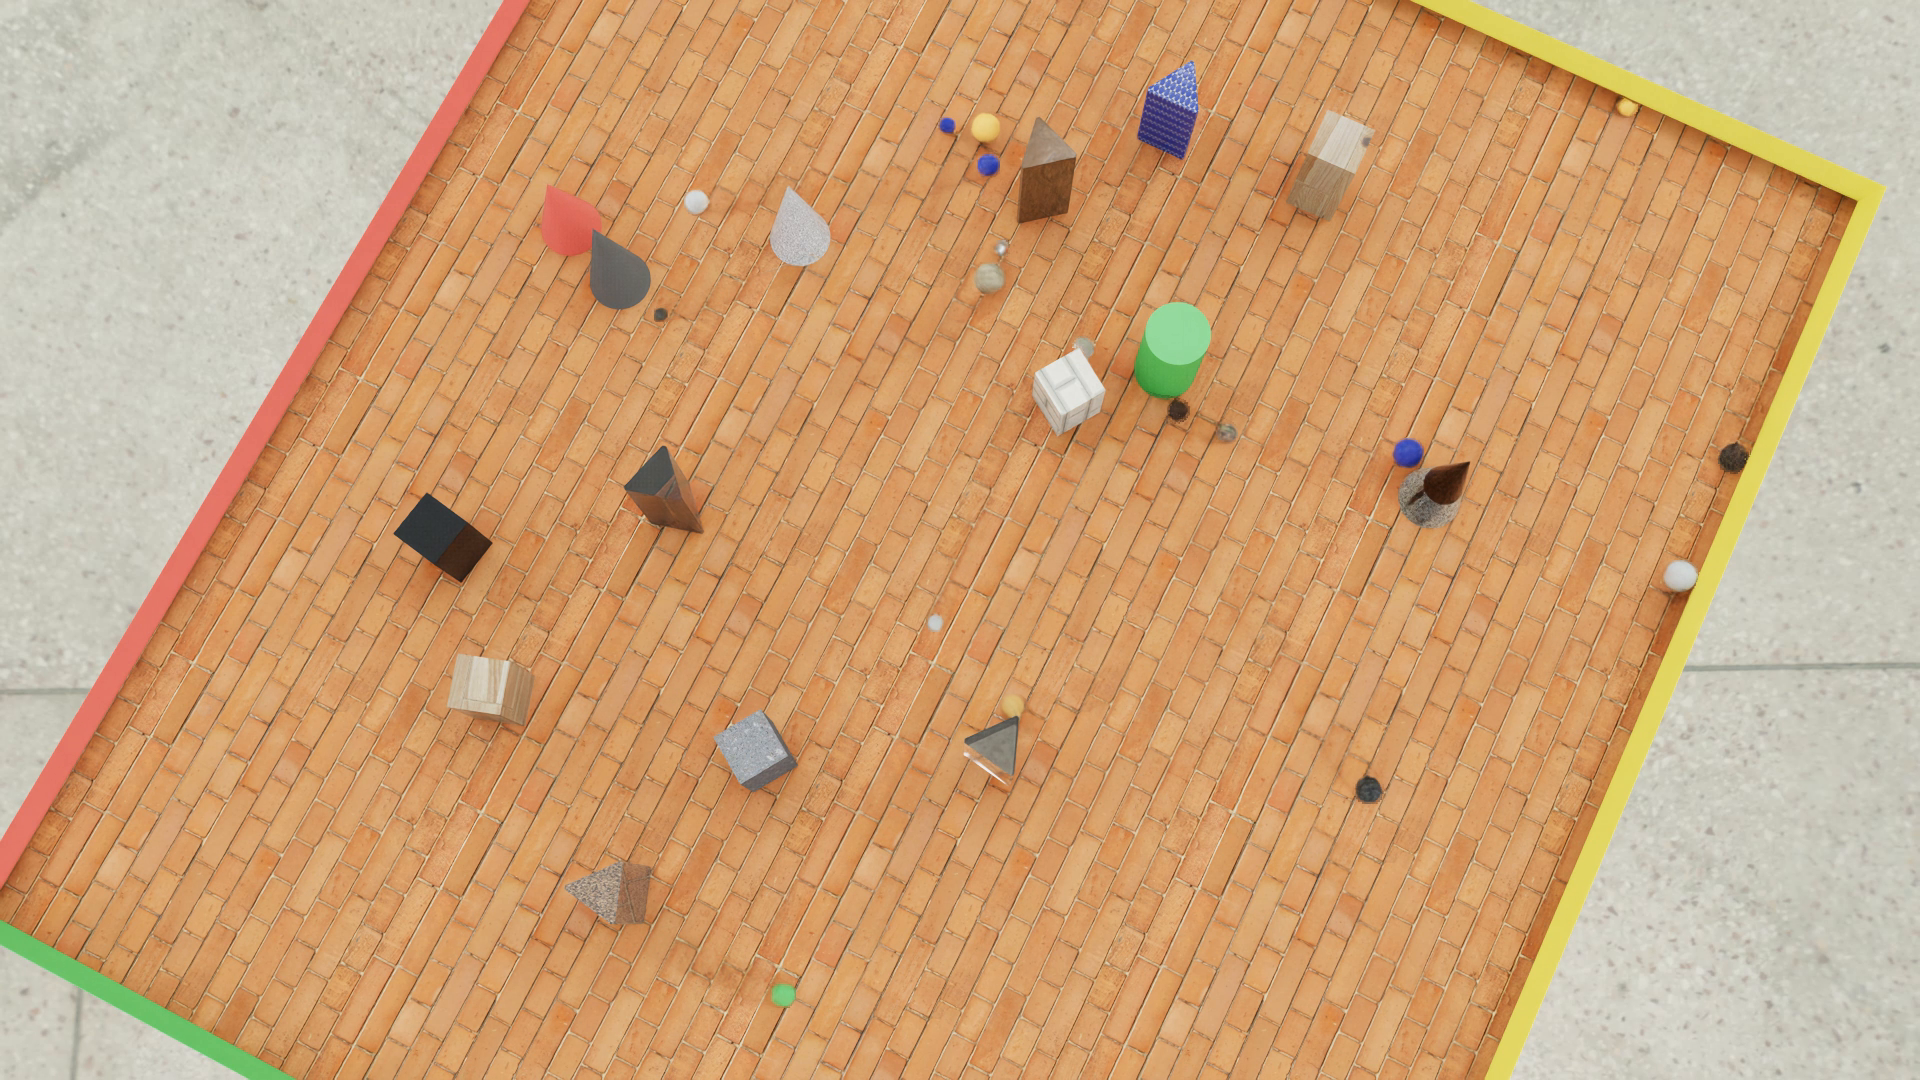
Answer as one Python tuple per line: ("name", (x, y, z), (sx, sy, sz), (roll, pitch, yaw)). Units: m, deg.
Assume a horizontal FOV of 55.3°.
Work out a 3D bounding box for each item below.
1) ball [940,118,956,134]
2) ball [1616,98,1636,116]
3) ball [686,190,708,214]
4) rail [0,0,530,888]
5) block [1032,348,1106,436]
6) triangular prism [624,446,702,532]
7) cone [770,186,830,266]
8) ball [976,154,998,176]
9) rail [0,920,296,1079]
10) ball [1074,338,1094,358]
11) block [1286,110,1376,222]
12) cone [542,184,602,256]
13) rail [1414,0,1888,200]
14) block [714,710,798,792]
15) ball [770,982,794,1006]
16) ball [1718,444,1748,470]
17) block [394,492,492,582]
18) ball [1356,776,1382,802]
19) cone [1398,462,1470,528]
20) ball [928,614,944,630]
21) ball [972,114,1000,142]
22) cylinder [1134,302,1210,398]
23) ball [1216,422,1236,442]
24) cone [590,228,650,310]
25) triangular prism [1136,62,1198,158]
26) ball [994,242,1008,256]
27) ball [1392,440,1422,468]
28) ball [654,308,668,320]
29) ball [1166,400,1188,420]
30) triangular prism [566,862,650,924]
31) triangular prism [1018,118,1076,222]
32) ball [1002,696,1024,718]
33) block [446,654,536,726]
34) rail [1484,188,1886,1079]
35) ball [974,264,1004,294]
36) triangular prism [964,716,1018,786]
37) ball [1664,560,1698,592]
("ball", (-0.037, -1.327, 5.865), (0.051, 0.051, 0.051), (0, 78, 0))
("ball", (2.136, -1.390, 5.876), (0.055, 0.055, 0.055), (0, 78, 0))
("ball", (-0.832, -1.071, 5.801), (0.074, 0.074, 0.074), (0, 78, 0))
("rail", (-1.845, -0.897, 5.737), (0.045, 0.125, 4.589), (26, 80, 5))
("block", (0.329, -0.449, 5.587), (0.154, 0.239, 0.154), (-30, 80, -6))
("triangular prism", (-0.854, -0.153, 5.416), (0.167, 0.455, 0.145), (11, 79, 2))
("cone", (-0.507, -1.004, 5.609), (0.193, 0.421, 0.193), (0, 78, 0))
("ball", (0.087, -1.192, 5.828), (0.069, 0.069, 0.069), (0, 78, 0))
("rail", (-1.016, 1.996, 5.139), (4.173, 0.125, 0.045), (26, 80, 5))
("ball", (0.386, -0.596, 5.706), (0.065, 0.065, 0.065), (0, 78, 0))
("block", (1.140, -1.151, 5.660), (0.154, 0.382, 0.154), (25, 79, 5))
("cone", (-1.235, -1.030, 5.652), (0.193, 0.348, 0.193), (0, 78, 0))
("rail", (1.016, -1.982, 5.962), (4.173, 0.125, 0.045), (26, 80, 5))
("block", (-0.589, 0.615, 5.317), (0.154, 0.338, 0.154), (-30, 80, -6))
("ball", (-0.515, 1.317, 5.310), (0.067, 0.067, 0.067), (0, 78, 0))
("ball", (2.374, -0.254, 5.626), (0.084, 0.084, 0.084), (0, 78, 0))
("block", (-1.538, -0.005, 5.467), (0.154, 0.295, 0.154), (35, 81, 7))
("ball", (1.209, 0.738, 5.425), (0.075, 0.075, 0.075), (0, 78, 0))
("cone", (1.446, -0.177, 5.415), (0.193, 0.465, 0.193), (0, 78, 0))
("ball", (-0.074, 0.248, 5.541), (0.047, 0.047, 0.047), (0, 78, 0))
("ball", (0.083, -1.313, 5.841), (0.092, 0.092, 0.092), (0, 78, 0))
("cylinder", (0.640, -0.570, 5.553), (0.193, 0.356, 0.193), (0, 78, 0))
("ball", (0.820, -0.332, 5.654), (0.061, 0.061, 0.061), (0, 78, 0))
("cone", (-1.072, -0.865, 5.568), (0.193, 0.445, 0.193), (0, 78, 0))
("triangular prism", (0.675, -1.355, 5.719), (0.167, 0.348, 0.145), (26, 80, 5))
("ball", (0.128, -0.919, 5.784), (0.044, 0.044, 0.044), (0, 78, 0))
("ball", (1.374, -0.265, 5.625), (0.090, 0.090, 0.090), (0, 78, 0))
("ball", (-0.935, -0.707, 5.742), (0.042, 0.042, 0.042), (0, 78, 0))
("ball", (0.671, -0.400, 5.667), (0.062, 0.062, 0.062), (0, 78, 0))
("triangular prism", (-0.957, 0.975, 5.177), (0.167, 0.466, 0.145), (35, 80, 7))
("triangular prism", (0.247, -1.140, 5.629), (0.167, 0.438, 0.145), (-13, 79, -3))
("ball", (0.160, 0.498, 5.479), (0.067, 0.067, 0.067), (0, 78, 0))
("block", (-1.370, 0.442, 5.367), (0.154, 0.310, 0.154), (8, 78, 2))
("rail", (1.845, 0.910, 5.363), (0.045, 0.125, 4.589), (26, 80, 5))
("ball", (0.091, -0.818, 5.737), (0.096, 0.096, 0.096), (0, 78, 0))
("triangular prism", (0.121, 0.588, 5.300), (0.167, 0.381, 0.145), (35, 80, 7))
("ball", (2.180, 0.110, 5.546), (0.094, 0.094, 0.094), (0, 78, 0))
